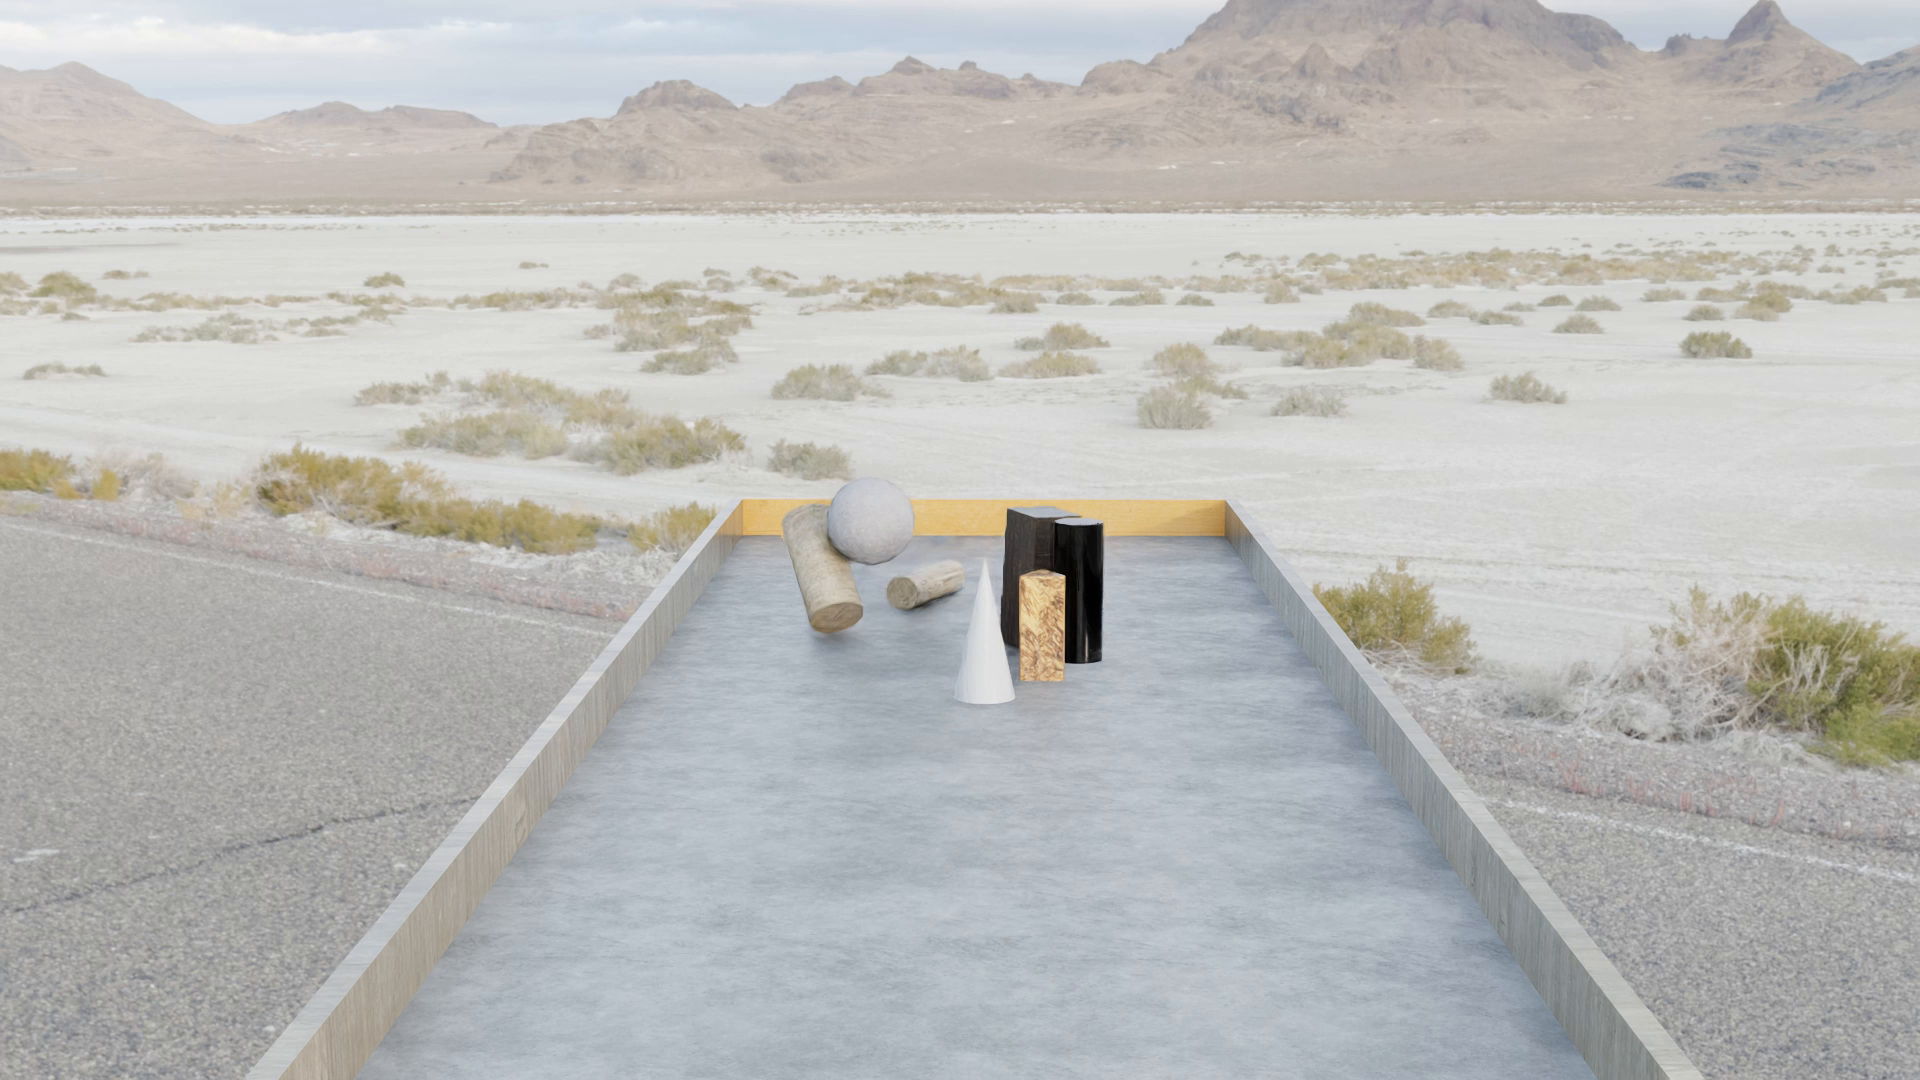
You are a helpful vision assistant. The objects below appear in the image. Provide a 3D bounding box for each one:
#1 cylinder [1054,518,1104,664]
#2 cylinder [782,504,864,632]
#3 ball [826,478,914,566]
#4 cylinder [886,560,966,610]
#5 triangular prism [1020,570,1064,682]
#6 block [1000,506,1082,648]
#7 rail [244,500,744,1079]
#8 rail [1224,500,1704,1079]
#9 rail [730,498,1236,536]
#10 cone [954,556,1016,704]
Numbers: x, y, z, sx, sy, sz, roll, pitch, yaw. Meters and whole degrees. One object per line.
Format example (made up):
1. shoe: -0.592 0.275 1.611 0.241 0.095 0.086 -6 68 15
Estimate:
1. cylinder: 0.360 0.153 6.687 0.149 0.425 0.149 0 9 0
2. cylinder: -0.449 0.091 7.146 0.177 0.390 0.177 -14 -31 -9
3. ball: -0.287 -0.061 7.073 0.283 0.283 0.283 0 9 0
4. cylinder: -0.116 0.154 7.661 0.117 0.117 0.389 4 10 24
5. triangular prism: 0.242 0.248 6.448 0.129 0.311 0.112 1 9 3
6. block: 0.251 0.120 6.861 0.168 0.422 0.168 -3 13 -31
7. rail: -1.004 0.839 3.234 0.050 0.150 12.000 0 9 1
8. rail: 1.046 0.843 3.208 0.050 0.150 12.000 0 9 1
9. rail: 0.099 -0.098 9.147 2.100 0.150 0.050 0 9 1
10. cone: 0.069 0.243 6.181 0.175 0.405 0.175 0 9 0
